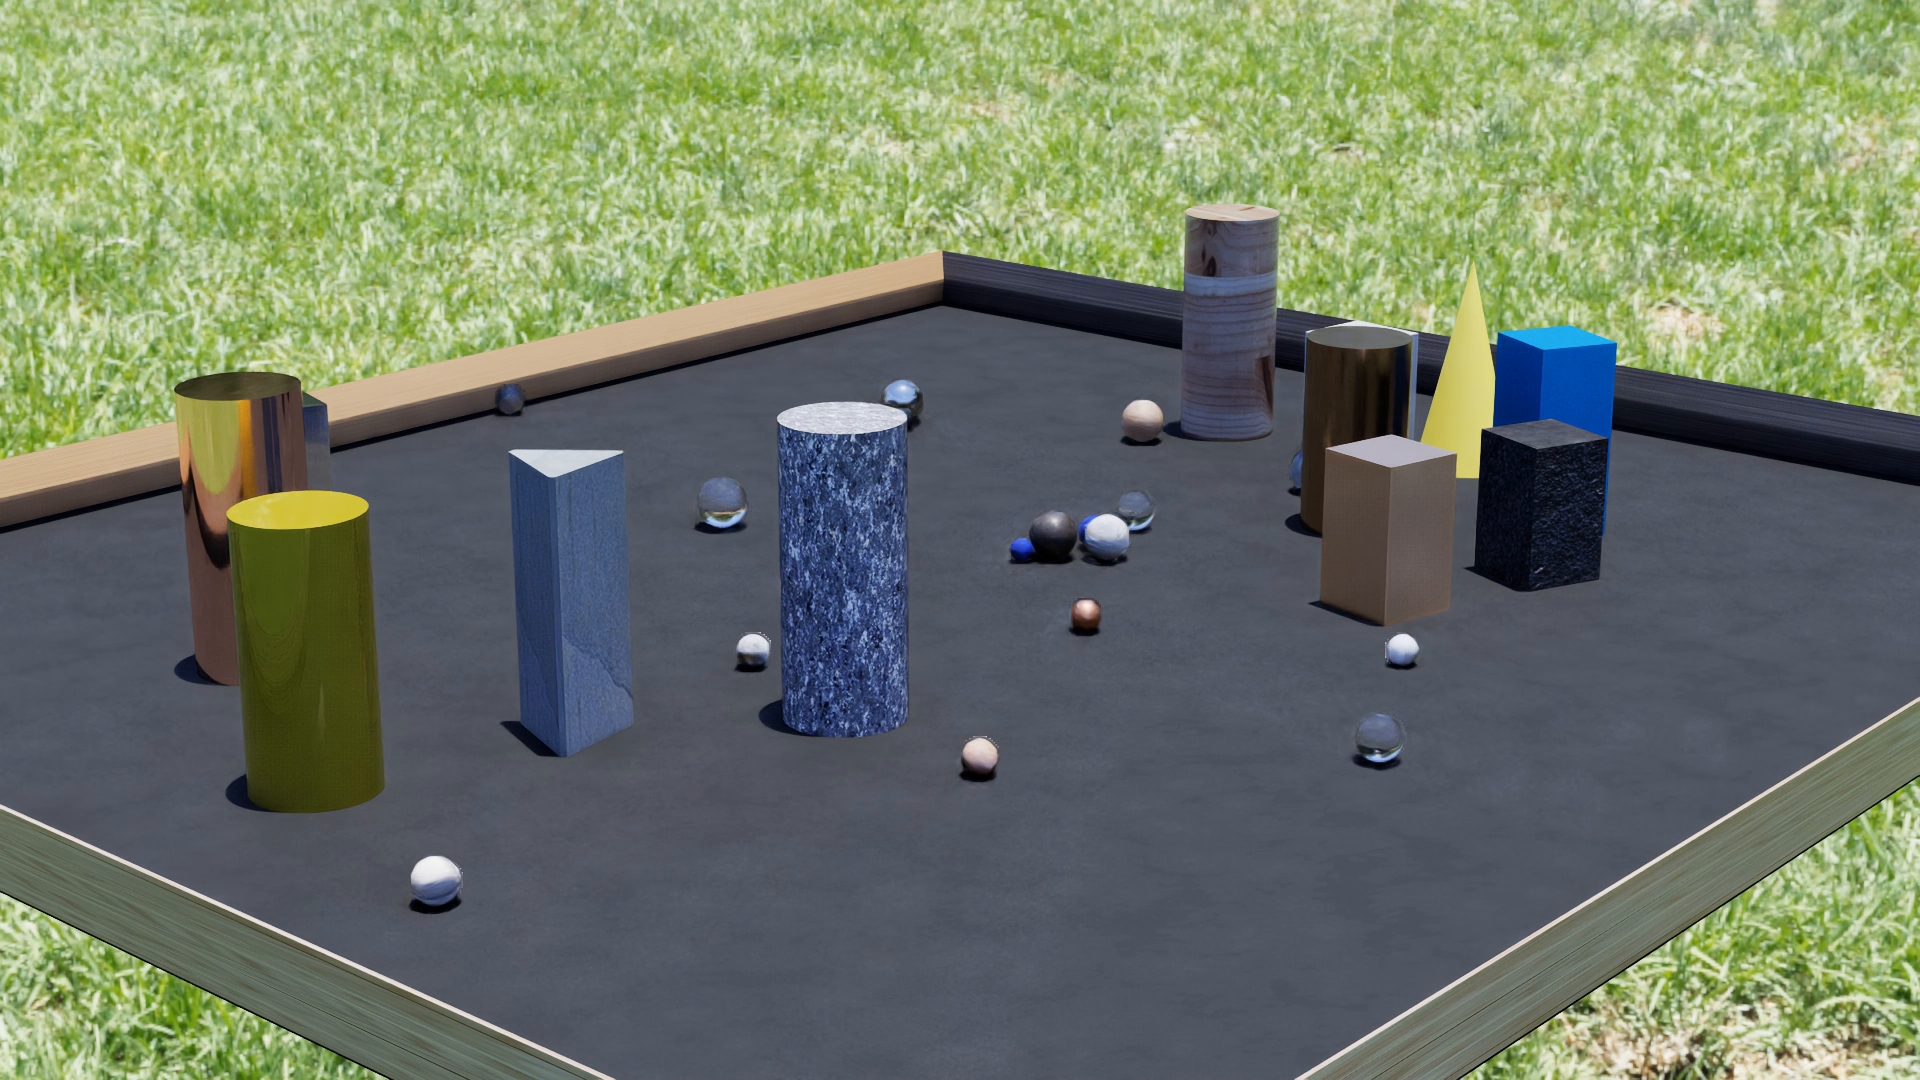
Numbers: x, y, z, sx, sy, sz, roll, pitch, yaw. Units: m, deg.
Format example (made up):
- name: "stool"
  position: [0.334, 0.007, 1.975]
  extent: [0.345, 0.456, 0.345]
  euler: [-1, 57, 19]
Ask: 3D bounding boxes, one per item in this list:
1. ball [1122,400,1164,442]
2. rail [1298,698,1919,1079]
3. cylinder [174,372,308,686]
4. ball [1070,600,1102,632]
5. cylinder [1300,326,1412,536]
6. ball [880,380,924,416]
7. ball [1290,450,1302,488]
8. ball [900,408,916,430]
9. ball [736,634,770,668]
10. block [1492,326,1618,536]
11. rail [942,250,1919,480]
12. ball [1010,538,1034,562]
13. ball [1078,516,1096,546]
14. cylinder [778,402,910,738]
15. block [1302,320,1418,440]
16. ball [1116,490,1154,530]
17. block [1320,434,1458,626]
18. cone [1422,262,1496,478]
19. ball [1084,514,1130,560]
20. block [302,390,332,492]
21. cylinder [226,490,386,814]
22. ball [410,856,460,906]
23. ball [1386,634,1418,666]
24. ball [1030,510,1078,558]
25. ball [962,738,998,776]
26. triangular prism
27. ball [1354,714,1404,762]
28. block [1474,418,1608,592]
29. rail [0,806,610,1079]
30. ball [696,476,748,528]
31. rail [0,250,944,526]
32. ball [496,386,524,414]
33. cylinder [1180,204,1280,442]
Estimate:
- name: "ball"
  position: [0.381, -0.249, 6.123]
  extent: [0.089, 0.089, 0.089]
  euler: [0, 17, 0]
- name: "rail"
  position: [1.218, 0.337, 4.108]
  extent: [0.045, 0.127, 3.631]
  euler: [14, 22, 39]
- name: "cylinder"
  position: [-1.141, -0.019, 4.702]
  extent: [0.196, 0.469, 0.196]
  euler: [0, 17, 0]
- name: "ball"
  position: [0.212, 0.127, 4.935]
  extent: [0.054, 0.054, 0.054]
  euler: [0, 17, 0]
- name: "cylinder"
  position: [0.741, -0.203, 5.493]
  extent: [0.196, 0.363, 0.196]
  euler: [0, 17, 0]
- name: "ball"
  position: [-0.124, -0.297, 6.274]
  extent: [0.092, 0.092, 0.092]
  euler: [0, 17, 0]
- name: "ball"
  position: [0.692, -0.138, 5.751]
  extent: [0.091, 0.091, 0.091]
  euler: [0, 17, 0]
- name: "ball"
  position: [-0.118, -0.256, 6.217]
  extent: [0.048, 0.048, 0.048]
  euler: [0, 17, 0]
- name: "ball"
  position: [-0.336, 0.180, 4.757]
  extent: [0.055, 0.055, 0.055]
  euler: [0, 17, 0]
- name: "block"
  position: [1.102, -0.197, 5.465]
  extent: [0.157, 0.369, 0.157]
  euler: [-6, 18, -20]
- name: "rail"
  position: [1.175, -0.359, 6.416]
  extent: [3.273, 0.127, 0.045]
  euler: [14, 22, 39]
- name: "ball"
  position: [0.112, 0.018, 5.315]
  extent: [0.043, 0.043, 0.043]
  euler: [0, 17, 0]
- name: "ball"
  position: [0.248, -0.015, 5.392]
  extent: [0.062, 0.062, 0.062]
  euler: [0, 17, 0]
- name: "cylinder"
  position: [-0.177, 0.044, 4.479]
  extent: [0.196, 0.476, 0.196]
  euler: [0, 17, 0]
- name: "block"
  position: [0.794, -0.269, 5.830]
  extent: [0.157, 0.295, 0.157]
  euler: [-14, 22, -39]
- name: "ball"
  position: [0.329, -0.056, 5.507]
  extent: [0.074, 0.074, 0.074]
  euler: [0, 17, 0]
- name: "block"
  position: [0.733, -0.018, 5.028]
  extent: [0.157, 0.279, 0.157]
  euler: [-12, 21, -35]
- name: "cone"
  position: [1.022, -0.355, 5.893]
  extent: [0.196, 0.424, 0.196]
  euler: [0, 17, 0]
- name: "ball"
  position: [0.267, -0.005, 5.323]
  extent: [0.083, 0.083, 0.083]
  euler: [0, 17, 0]
- name: "block"
  position: [-1.207, -0.084, 5.159]
  extent: [0.157, 0.330, 0.157]
  euler: [-11, 20, -31]
- name: "cylinder"
  position: [-0.934, 0.158, 4.195]
  extent: [0.196, 0.421, 0.196]
  euler: [0, 17, 0]
- name: "ball"
  position: [-0.689, 0.448, 3.852]
  extent: [0.066, 0.066, 0.066]
  euler: [0, 17, 0]
- name: "ball"
  position: [0.720, 0.179, 4.769]
  extent: [0.051, 0.051, 0.051]
  euler: [0, 17, 0]
- name: "ball"
  position: [0.170, -0.010, 5.331]
  extent: [0.087, 0.087, 0.087]
  euler: [0, 17, 0]
- name: "ball"
  position: [0.029, 0.319, 4.298]
  extent: [0.055, 0.055, 0.055]
  euler: [0, 17, 0]
- name: "triangular prism"
  position: [-0.610, 0.085, 4.418]
  extent: [0.147, 0.434, 0.170]
  euler: [10, 19, 30]
- name: "ball"
  position: [0.623, 0.293, 4.350]
  extent: [0.073, 0.073, 0.073]
  euler: [0, 17, 0]
- name: "block"
  position: [1.032, -0.064, 5.211]
  extent: [0.157, 0.260, 0.157]
  euler: [-9, 19, -26]
- name: "rail"
  position: [-1.175, 0.422, 3.825]
  extent: [3.273, 0.127, 0.045]
  euler: [14, 22, 39]
- name: "ball"
  position: [-0.448, -0.072, 5.518]
  extent: [0.098, 0.098, 0.098]
  euler: [0, 17, 0]
- name: "rail"
  position: [-1.218, -0.273, 6.133]
  extent: [0.045, 0.127, 3.631]
  euler: [14, 22, 39]
- name: "ball"
  position: [-0.976, -0.304, 6.353]
  extent: [0.062, 0.062, 0.062]
  euler: [0, 17, 0]
- name: "cylinder"
  position: [0.566, -0.457, 6.157]
  extent: [0.196, 0.467, 0.196]
  euler: [0, 17, 0]
